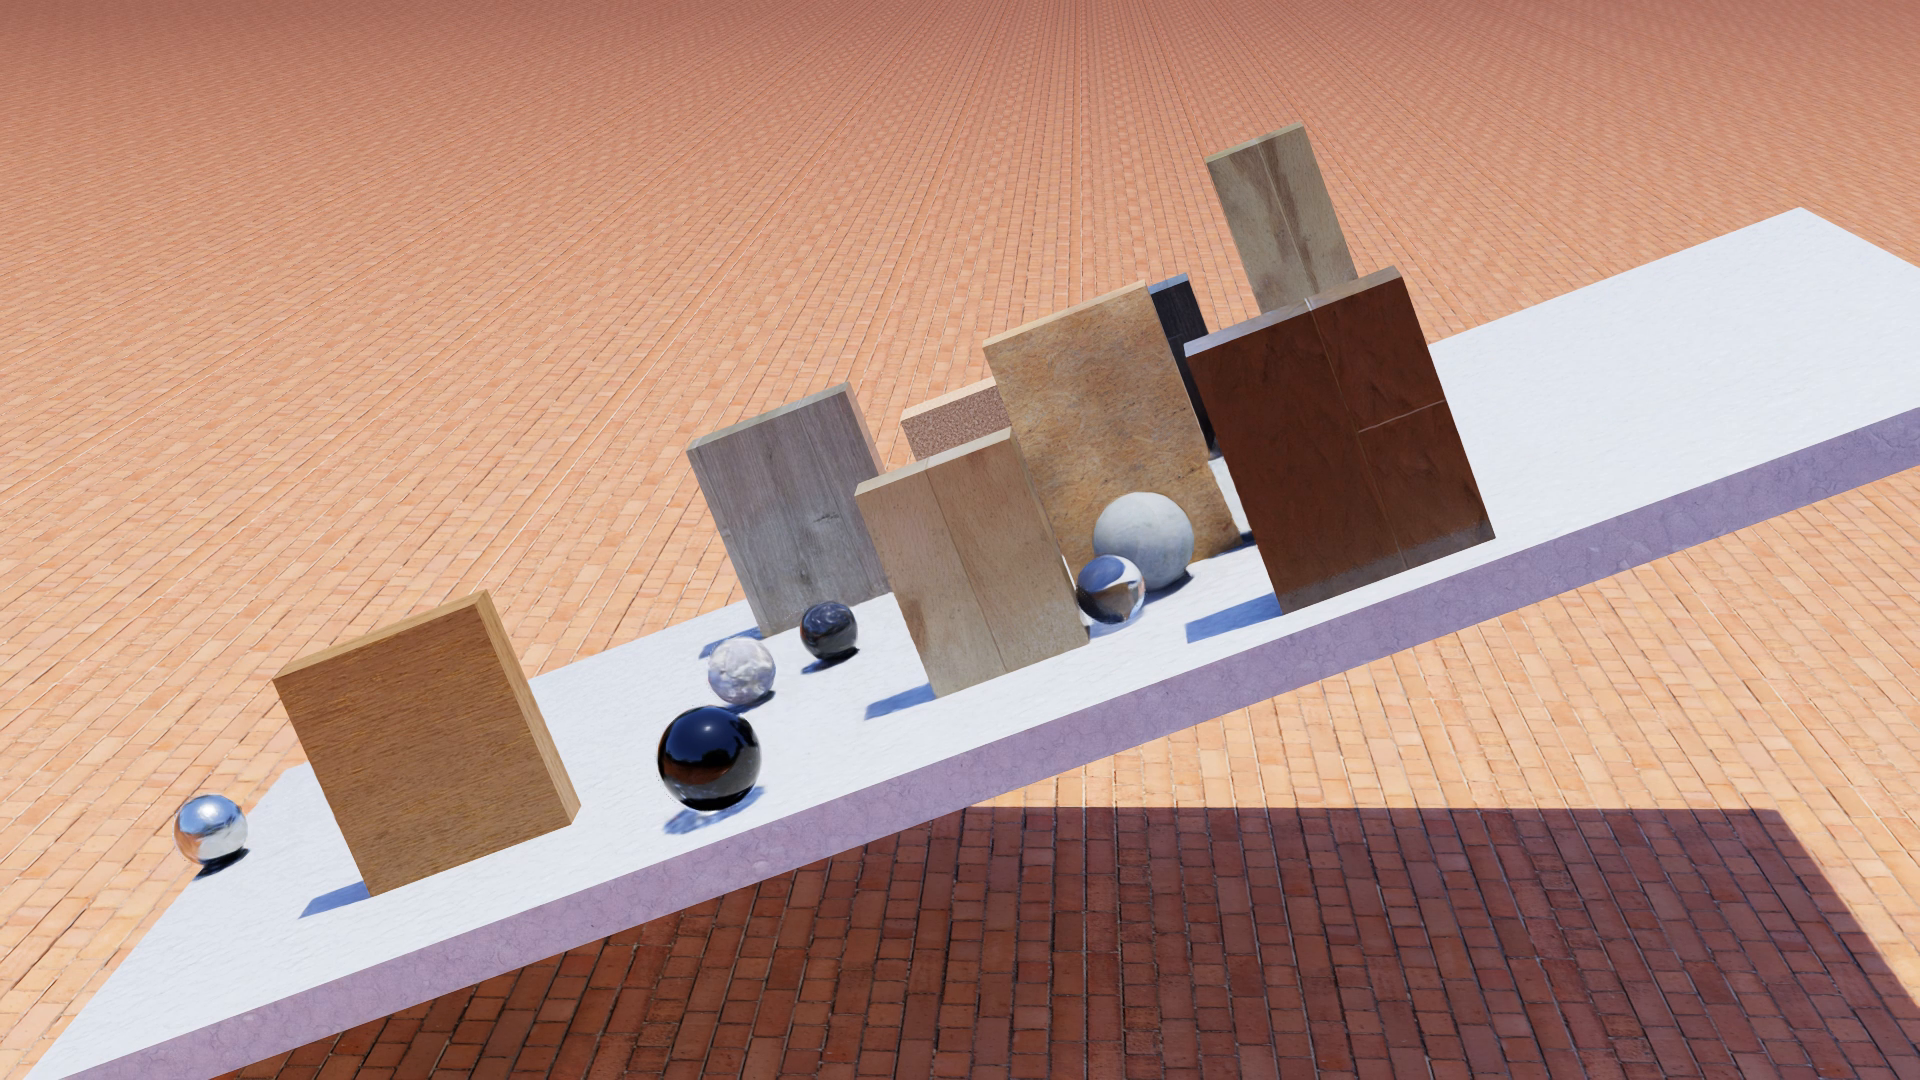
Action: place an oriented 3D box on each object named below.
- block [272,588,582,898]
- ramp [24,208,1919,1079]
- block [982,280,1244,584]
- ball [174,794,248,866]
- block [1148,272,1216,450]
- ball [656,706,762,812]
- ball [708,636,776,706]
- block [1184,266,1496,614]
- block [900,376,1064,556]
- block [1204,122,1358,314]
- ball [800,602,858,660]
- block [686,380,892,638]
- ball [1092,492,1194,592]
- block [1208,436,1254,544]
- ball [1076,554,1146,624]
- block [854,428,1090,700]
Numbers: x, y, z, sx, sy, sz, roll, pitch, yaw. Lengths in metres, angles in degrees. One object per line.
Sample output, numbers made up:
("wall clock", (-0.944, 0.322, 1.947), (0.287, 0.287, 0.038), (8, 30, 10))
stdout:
("block", (-1.069, 0.410, 5.922), (0.442, 0.489, 0.122), (-20, 12, 7))
("ramp", (0.121, 0.175, 6.293), (4.000, 0.100, 2.000), (-20, 12, 7))
("block", (0.312, -0.198, 5.977), (0.349, 0.568, 0.093), (-20, 12, 7))
("ball", (-1.716, 0.665, 6.735), (0.164, 0.164, 0.164), (0, 13, 0))
("block", (0.449, -0.296, 6.362), (0.272, 0.489, 0.118), (-20, 12, 7))
("ball", (-0.473, 0.412, 5.556), (0.200, 0.200, 0.200), (0, 13, 0))
("ball", (-0.466, 0.279, 6.270), (0.146, 0.146, 0.146), (0, 13, 0))
("block", (0.690, -0.182, 5.362), (0.408, 0.512, 0.142), (-20, 12, 7))
("block", (0.082, -0.139, 6.514), (0.293, 0.409, 0.129), (-20, 12, 7))
("block", (0.802, -0.648, 6.959), (0.241, 0.628, 0.122), (-20, 12, 7))
("ball", (-0.283, 0.197, 6.353), (0.129, 0.129, 0.129), (0, 13, 0))
("block", (-0.356, -0.069, 6.817), (0.395, 0.477, 0.130), (-20, 12, 7))
("ball", (0.366, 0.004, 5.871), (0.202, 0.202, 0.202), (0, 13, 0))
("block", (0.645, -0.149, 5.987), (0.197, 0.197, 0.197), (-17, 23, 21))
("ball", (0.294, 0.097, 5.749), (0.137, 0.137, 0.137), (0, 13, 0))
("block", (0.027, 0.045, 5.725), (0.320, 0.434, 0.112), (-20, 12, 7))
